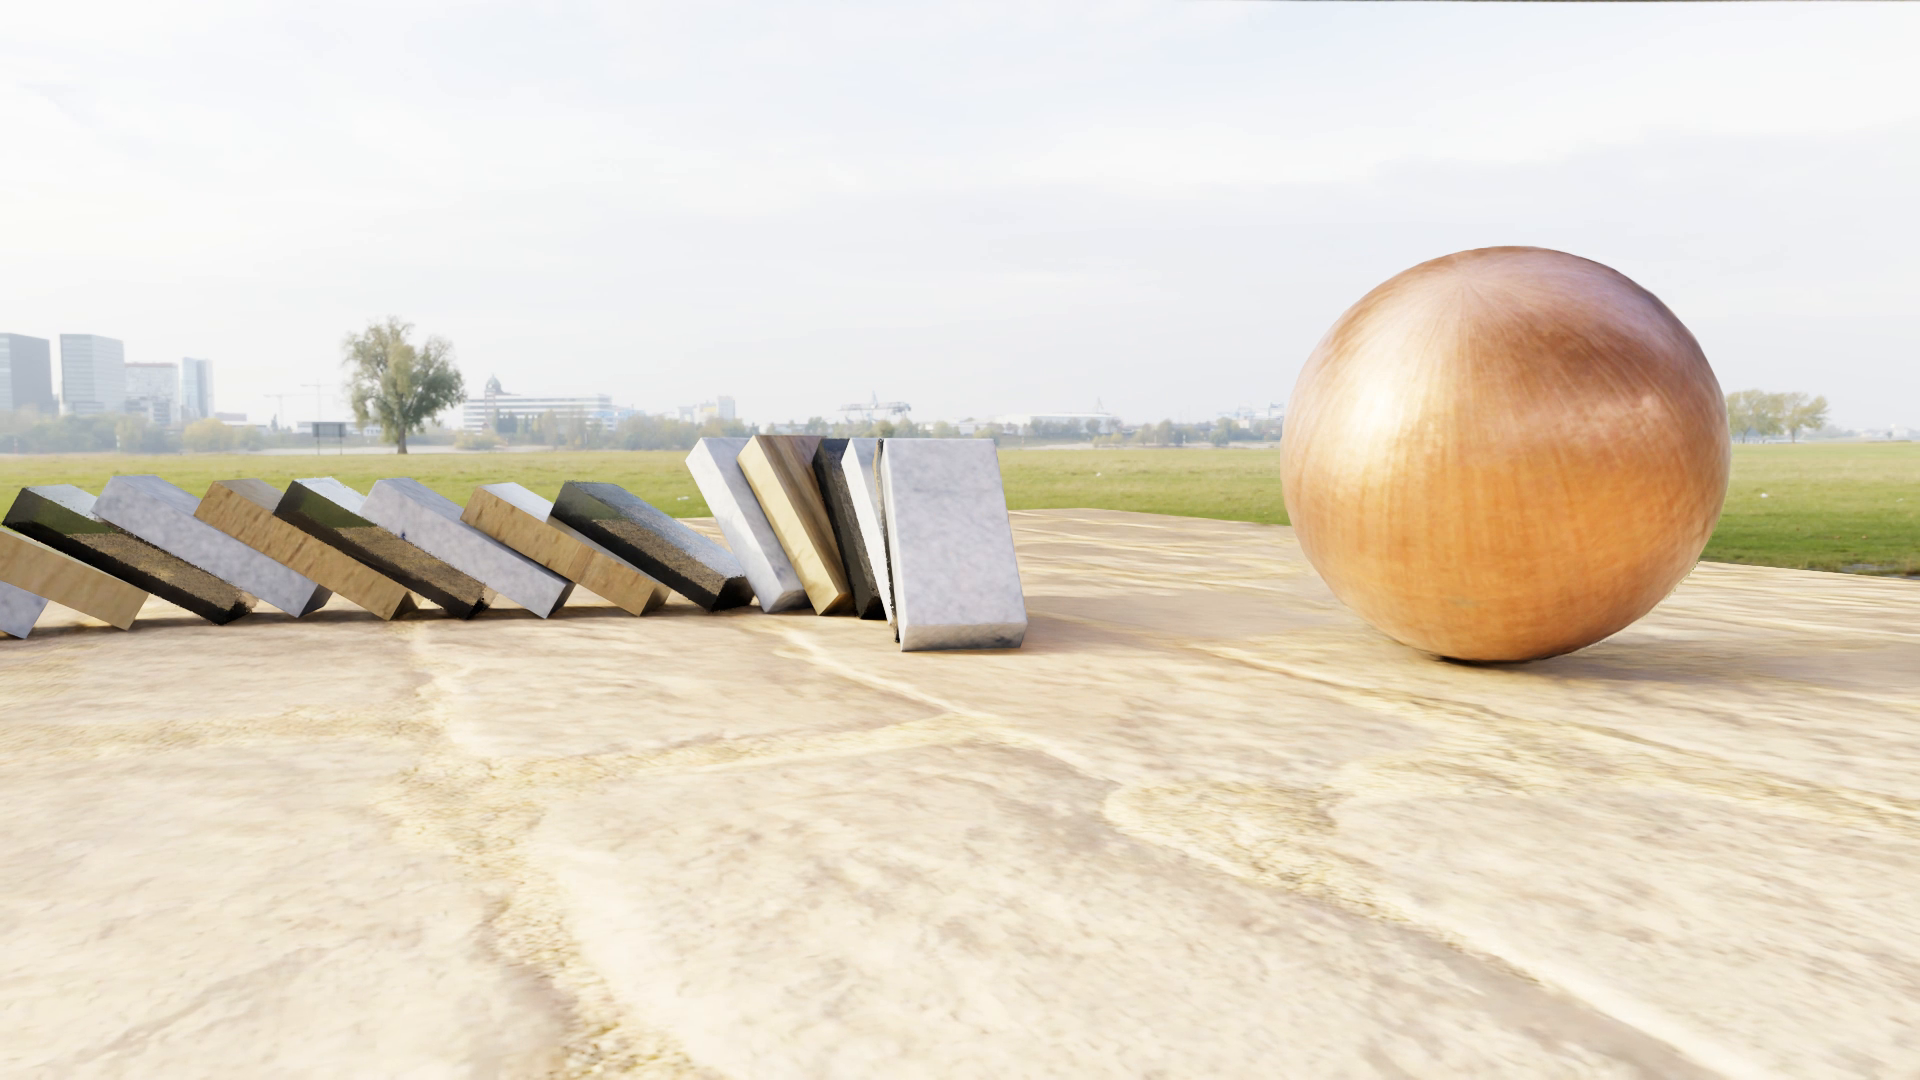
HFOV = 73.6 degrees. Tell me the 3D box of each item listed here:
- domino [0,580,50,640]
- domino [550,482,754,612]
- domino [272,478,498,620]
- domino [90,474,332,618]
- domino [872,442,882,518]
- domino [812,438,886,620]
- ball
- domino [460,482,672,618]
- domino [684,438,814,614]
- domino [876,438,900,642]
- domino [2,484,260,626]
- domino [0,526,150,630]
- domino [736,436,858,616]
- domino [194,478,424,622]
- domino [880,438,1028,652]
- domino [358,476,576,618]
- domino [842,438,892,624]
[{"bbox_3d":[-0.226,0.005,0.274,0.025,0.010,0.050,4,-24,46],"label":"domino"},{"bbox_3d":[-0.078,0.001,0.332,0.050,0.009,0.025,30,8,11],"label":"domino"},{"bbox_3d":[-0.139,0.002,0.317,0.050,0.009,0.025,31,0,-9],"label":"domino"},{"bbox_3d":[-0.179,0.001,0.311,0.050,0.010,0.025,31,-4,-13],"label":"domino"},{"bbox_3d":[-0.005,-0.002,0.303,0.025,0.050,0.009,-1,-37,-14],"label":"domino"},{"bbox_3d":[-0.019,-0.004,0.327,0.025,0.050,0.010,-2,-36,-27],"label":"domino"},{"bbox_3d":[0.103,-0.016,0.249,0.080,0.080,0.080,0,4,0],"label":"ball"},{"bbox_3d":[-0.098,0.002,0.327,0.050,0.010,0.025,29,4,-1],"label":"domino"},{"bbox_3d":[-0.050,-0.005,0.337,0.025,0.050,0.009,-4,-35,-48],"label":"domino"},{"bbox_3d":[-0.004,-0.001,0.289,0.025,0.050,0.009,-1,-37,-11],"label":"domino"},{"bbox_3d":[-0.195,0.003,0.307,0.050,0.009,0.025,29,-3,-14],"label":"domino"},{"bbox_3d":[-0.213,0.004,0.289,0.050,0.010,0.025,34,-17,-35],"label":"domino"},{"bbox_3d":[-0.036,-0.005,0.333,0.025,0.050,0.009,-5,-33,-48],"label":"domino"},{"bbox_3d":[-0.158,0.002,0.316,0.050,0.009,0.025,31,0,-9],"label":"domino"},{"bbox_3d":[-0.002,0.000,0.276,0.025,0.050,0.009,-1,-37,-11],"label":"domino"},{"bbox_3d":[-0.121,0.001,0.321,0.050,0.009,0.025,31,0,-9],"label":"domino"},{"bbox_3d":[-0.011,-0.003,0.317,0.025,0.050,0.009,-1,-37,-25],"label":"domino"}]
